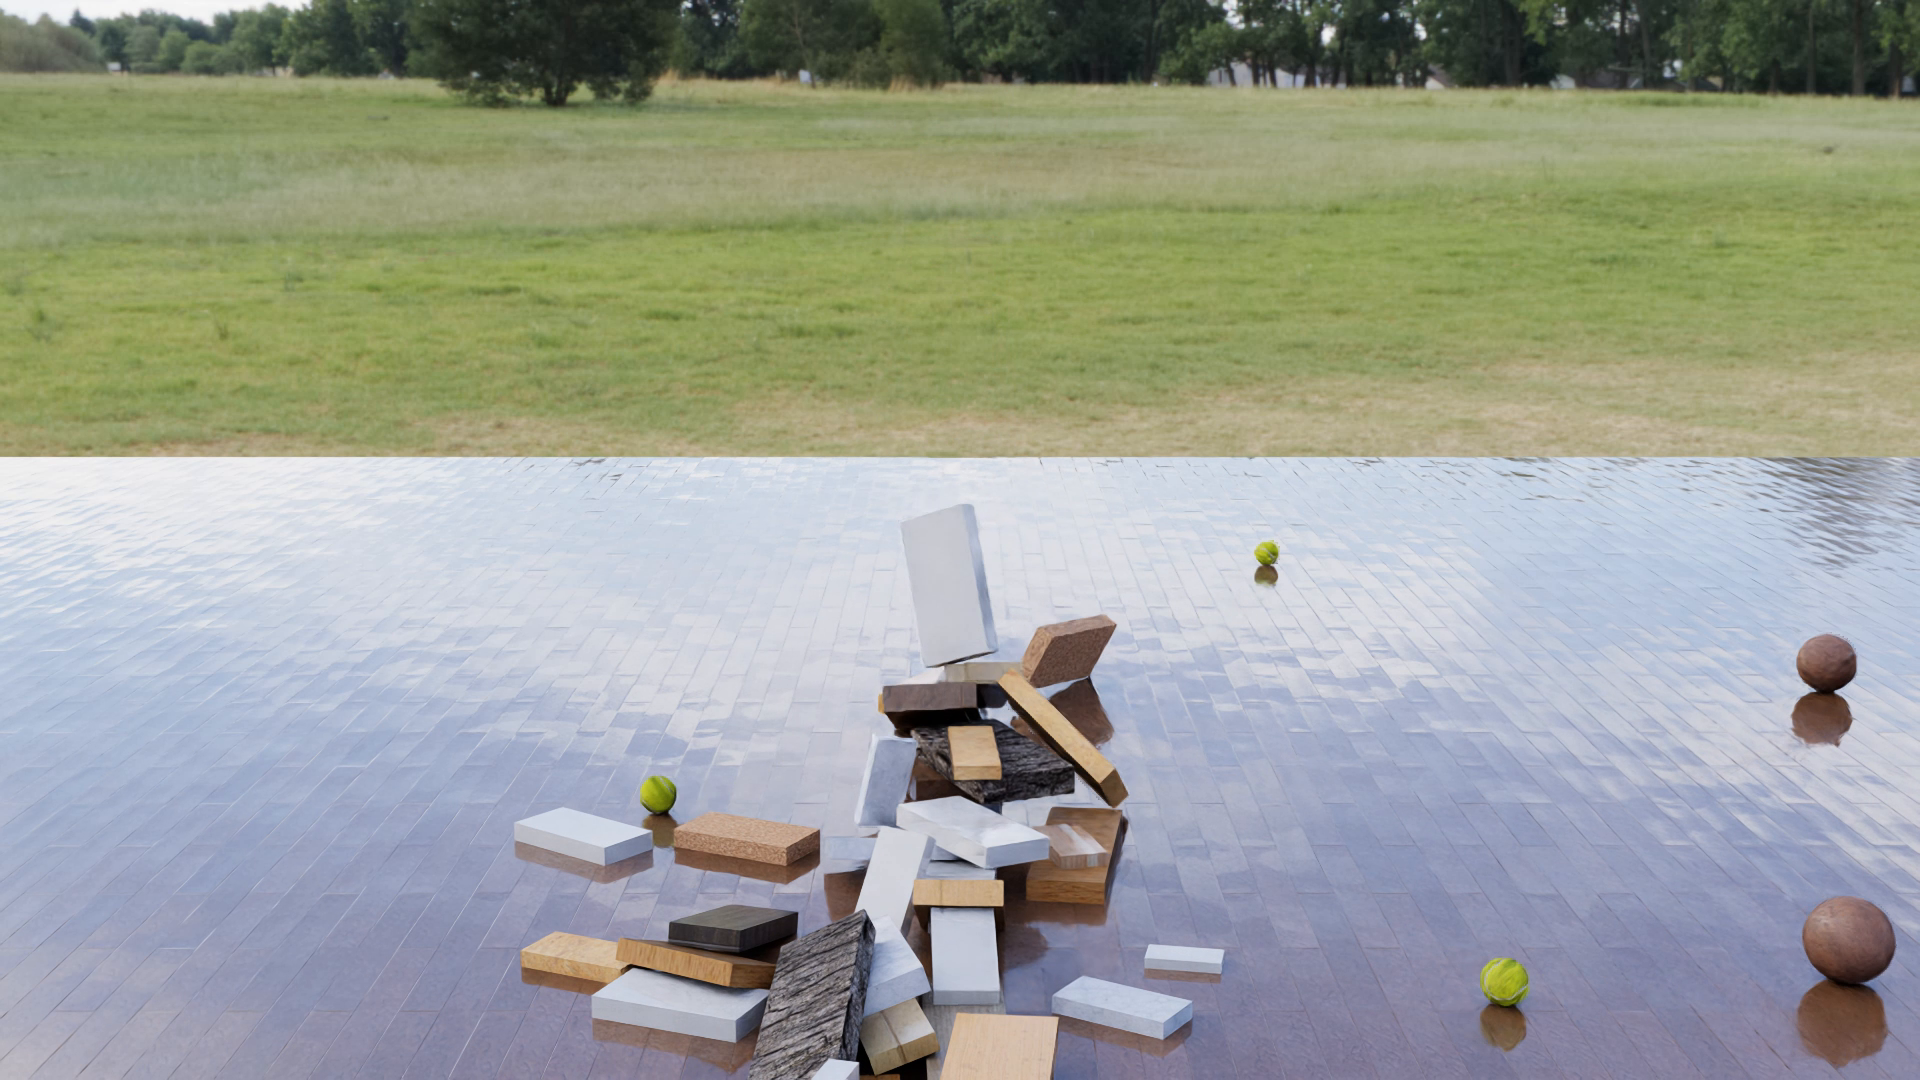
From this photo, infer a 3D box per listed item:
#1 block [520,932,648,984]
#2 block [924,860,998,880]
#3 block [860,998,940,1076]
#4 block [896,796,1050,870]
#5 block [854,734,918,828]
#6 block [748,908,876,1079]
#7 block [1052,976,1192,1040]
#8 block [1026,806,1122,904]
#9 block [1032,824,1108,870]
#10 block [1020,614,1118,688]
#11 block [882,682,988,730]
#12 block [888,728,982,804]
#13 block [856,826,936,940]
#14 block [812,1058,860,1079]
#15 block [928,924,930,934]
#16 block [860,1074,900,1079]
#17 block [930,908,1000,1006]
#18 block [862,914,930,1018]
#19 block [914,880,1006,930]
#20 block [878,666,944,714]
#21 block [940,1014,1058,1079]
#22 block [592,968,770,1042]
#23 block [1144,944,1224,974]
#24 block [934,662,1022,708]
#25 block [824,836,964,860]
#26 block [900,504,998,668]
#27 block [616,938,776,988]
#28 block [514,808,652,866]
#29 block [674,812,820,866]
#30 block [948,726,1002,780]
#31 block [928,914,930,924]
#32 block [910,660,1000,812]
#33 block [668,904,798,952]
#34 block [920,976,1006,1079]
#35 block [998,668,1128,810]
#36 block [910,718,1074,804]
[{"bbox_3d":[-0.567,0.636,3.349,0.181,0.026,0.090,5,12,25],"label":"block"},{"bbox_3d":[-0.008,0.553,3.589,0.134,0.038,0.267,0,-3,2],"label":"block"},{"bbox_3d":[-0.091,0.675,3.017,0.094,0.027,0.187,-20,9,-9],"label":"block"},{"bbox_3d":[0.020,0.489,3.696,0.130,0.037,0.259,-4,12,-35],"label":"block"},{"bbox_3d":[-0.134,0.438,3.992,0.082,0.165,0.023,8,10,-29],"label":"block"},{"bbox_3d":[-0.201,0.651,2.986,0.138,0.039,0.520,-26,12,8],"label":"block"},{"bbox_3d":[0.233,0.671,3.162,0.181,0.026,0.090,7,12,32],"label":"block"},{"bbox_3d":[0.203,0.543,3.820,0.130,0.037,0.402,2,11,8],"label":"block"},{"bbox_3d":[0.186,0.523,3.763,0.082,0.023,0.165,-3,11,-15],"label":"block"},{"bbox_3d":[0.237,0.255,4.992,0.042,0.148,0.296,37,22,25],"label":"block"},{"bbox_3d":[-0.044,0.332,4.304,0.176,0.050,0.352,-3,-13,4],"label":"block"},{"bbox_3d":[-0.024,0.427,4.180,0.176,0.050,0.352,-2,11,-10],"label":"block"},{"bbox_3d":[-0.107,0.545,3.450,0.090,0.181,0.026,7,-19,32],"label":"block"},{"bbox_3d":[-0.180,0.726,2.559,0.039,0.138,0.276,3,11,16],"label":"block"},{"bbox_3d":[-0.018,0.592,3.328,0.054,0.015,0.107,-1,-14,5],"label":"block"},{"bbox_3d":[-0.136,0.725,2.897,0.116,0.016,0.058,-1,11,-5],"label":"block"},{"bbox_3d":[0.006,0.602,3.190,0.094,0.027,0.187,1,28,-3],"label":"block"},{"bbox_3d":[-0.137,0.623,3.204,0.134,0.038,0.267,-20,10,-10],"label":"block"},{"bbox_3d":[0.002,0.562,3.383,0.134,0.038,0.267,0,-17,2],"label":"block"},{"bbox_3d":[-0.041,0.326,4.744,0.148,0.042,0.296,5,12,26],"label":"block"},{"bbox_3d":[0.051,0.689,2.850,0.138,0.039,0.276,1,11,6],"label":"block"},{"bbox_3d":[-0.398,0.667,3.162,0.233,0.033,0.117,4,11,22],"label":"block"},{"bbox_3d":[0.343,0.639,3.358,0.116,0.016,0.058,2,11,11],"label":"block"},{"bbox_3d":[0.030,0.290,4.358,0.145,0.041,0.290,-1,-14,-8],"label":"block"},{"bbox_3d":[-0.097,0.528,3.761,0.259,0.037,0.130,2,-7,-8],"label":"block"},{"bbox_3d":[-0.021,0.089,4.229,0.145,0.290,0.041,-16,-13,29],"label":"block"},{"bbox_3d":[-0.383,0.625,3.246,0.233,0.033,0.117,3,-9,38],"label":"block"},{"bbox_3d":[-0.672,0.527,3.919,0.232,0.033,0.116,8,13,37],"label":"block"},{"bbox_3d":[-0.378,0.529,3.907,0.232,0.033,0.116,5,12,26],"label":"block"},{"bbox_3d":[0.024,0.381,3.953,0.082,0.023,0.261,-1,11,-3],"label":"block"},{"bbox_3d":[-0.020,0.575,3.337,0.054,0.015,0.107,1,-17,-3],"label":"block"},{"bbox_3d":[-0.020,0.394,4.608,0.148,0.042,1.029,0,11,-2],"label":"block"},{"bbox_3d":[-0.348,0.599,3.398,0.116,0.033,0.232,3,-1,18],"label":"block"},{"bbox_3d":[0.017,0.724,2.855,0.117,0.033,0.752,0,11,-2],"label":"block"},{"bbox_3d":[0.193,0.372,4.131,0.290,0.041,0.145,44,-9,29],"label":"block"},{"bbox_3d":[0.054,0.403,4.036,0.176,0.050,0.352,-4,11,-23],"label":"block"}]
